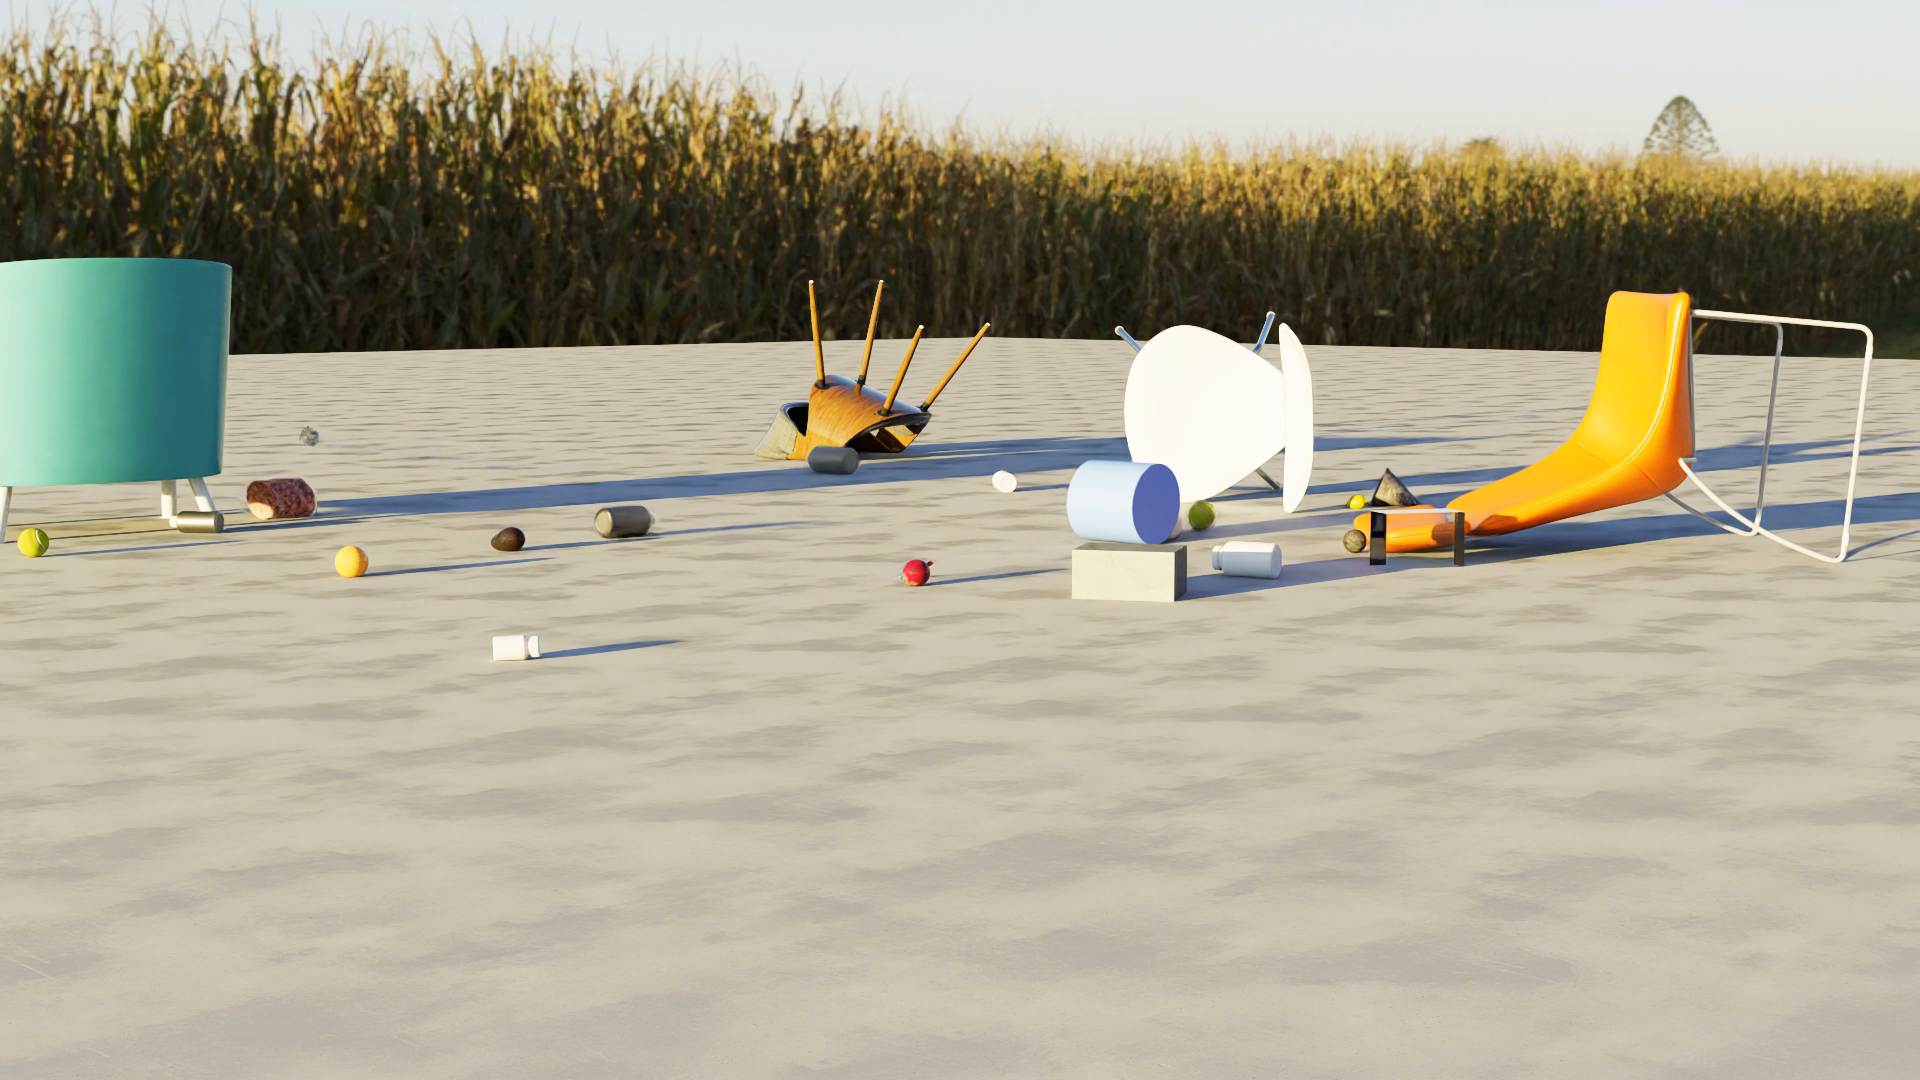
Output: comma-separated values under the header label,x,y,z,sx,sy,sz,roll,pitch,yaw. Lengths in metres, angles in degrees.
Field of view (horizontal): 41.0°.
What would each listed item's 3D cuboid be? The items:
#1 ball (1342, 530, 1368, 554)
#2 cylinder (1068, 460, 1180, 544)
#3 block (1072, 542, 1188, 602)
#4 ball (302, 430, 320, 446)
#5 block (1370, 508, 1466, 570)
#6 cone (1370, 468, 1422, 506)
label,x,y,z,sx,sy,sz,roll,pitch,yaw
ball,0.940,0.003,6.107,0.057,0.057,0.057,0,6,0
cylinder,0.406,-0.094,6.351,0.201,0.204,0.196,5,-34,41
block,0.351,0.065,5.292,0.211,0.100,0.155,2,6,15
ball,-2.507,-0.393,9.902,0.067,0.067,0.067,0,6,0
block,1.039,-0.003,5.830,0.194,0.125,0.085,-2,6,-16
cone,1.265,-0.126,7.364,0.136,0.120,0.144,25,17,5
